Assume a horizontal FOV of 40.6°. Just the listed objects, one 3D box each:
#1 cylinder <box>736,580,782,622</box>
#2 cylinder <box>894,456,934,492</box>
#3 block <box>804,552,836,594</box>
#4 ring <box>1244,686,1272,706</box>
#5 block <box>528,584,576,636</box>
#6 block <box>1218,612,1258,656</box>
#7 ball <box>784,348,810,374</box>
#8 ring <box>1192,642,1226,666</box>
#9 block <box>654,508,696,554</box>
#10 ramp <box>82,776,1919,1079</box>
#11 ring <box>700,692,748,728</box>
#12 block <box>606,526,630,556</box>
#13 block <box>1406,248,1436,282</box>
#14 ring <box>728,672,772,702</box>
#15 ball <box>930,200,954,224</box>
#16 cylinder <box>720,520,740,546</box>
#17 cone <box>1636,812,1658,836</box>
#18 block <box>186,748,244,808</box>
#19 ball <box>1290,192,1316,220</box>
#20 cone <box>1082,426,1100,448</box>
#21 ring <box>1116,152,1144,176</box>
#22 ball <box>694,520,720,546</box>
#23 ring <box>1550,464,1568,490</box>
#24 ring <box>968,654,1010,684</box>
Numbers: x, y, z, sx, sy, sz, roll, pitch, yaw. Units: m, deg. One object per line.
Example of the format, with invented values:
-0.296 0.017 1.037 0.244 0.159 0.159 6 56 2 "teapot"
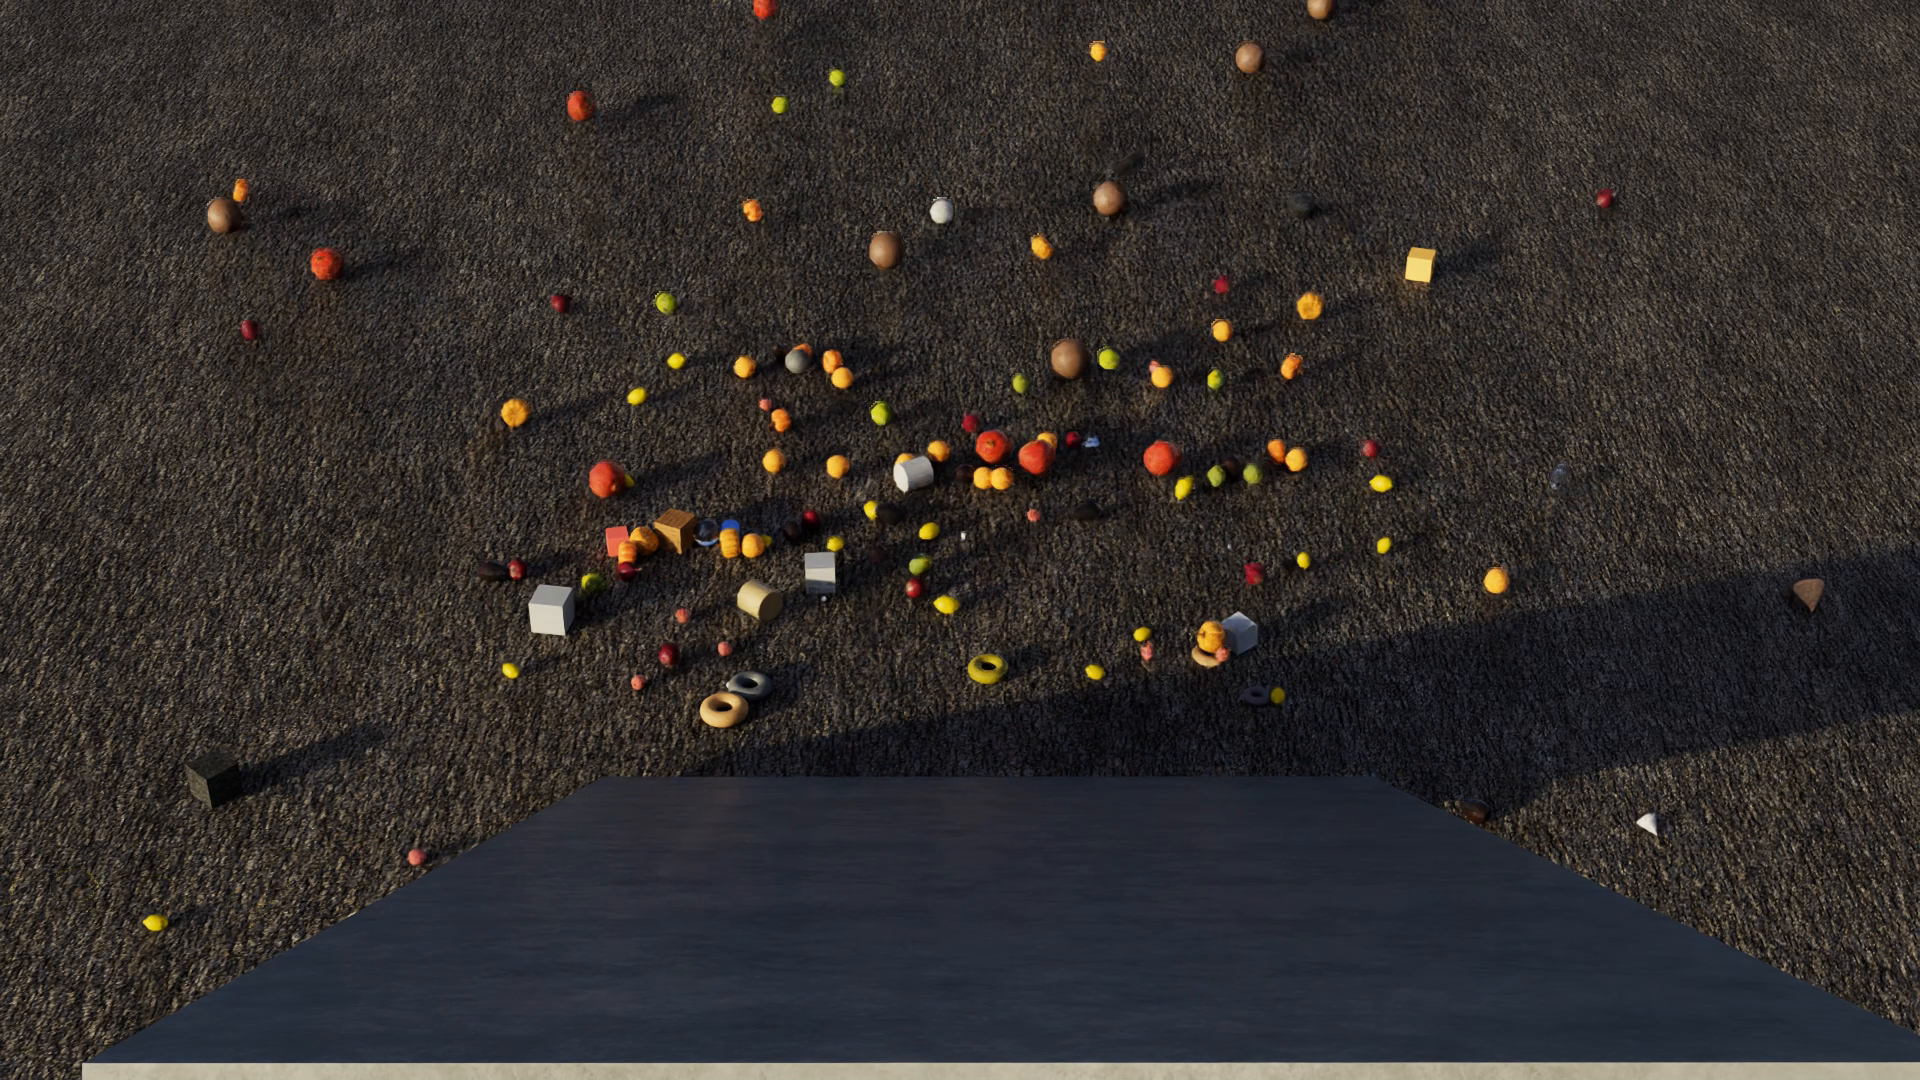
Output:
-0.580 0.177 7.493 0.093 0.093 0.093 28 42 36 "cylinder"
-0.144 -0.205 8.093 0.092 0.092 0.092 -18 37 -26 "cylinder"
-0.412 0.097 7.625 0.086 0.086 0.086 -2 33 -4 "block"
0.820 0.432 7.157 0.078 0.026 0.078 1 34 0 "ring"
-1.172 0.200 7.450 0.100 0.100 0.100 5 33 8 "block"
0.790 0.266 7.361 0.075 0.075 0.075 -28 41 -24 "block"
-0.546 -0.600 8.718 0.086 0.086 0.086 0 33 0 "ball"
0.703 0.323 7.319 0.098 0.033 0.098 3 31 -2 "ring"
-0.856 -0.027 7.817 0.090 0.090 0.090 15 36 22 "block"
0.072 0.634 4.737 2.000 0.100 4.000 0 -1 0 "ramp"
-0.644 0.464 7.089 0.134 0.045 0.134 -1 33 1 "ring"
-1.029 0.004 7.793 0.062 0.062 0.062 -7 33 -11 "block"
1.658 -0.991 9.332 0.087 0.087 0.087 10 34 16 "block"
-0.582 0.406 7.183 0.122 0.041 0.122 1 32 -1 "ring"
-0.066 -1.227 9.699 0.090 0.090 0.090 0 33 0 "ball"
-0.695 -0.022 7.838 0.059 0.059 0.059 -3 33 -5 "cylinder"
1.781 0.739 6.675 0.055 0.055 0.055 -15 62 -22 "cone"
-1.952 0.624 6.788 0.097 0.097 0.097 26 41 35 "block"
1.287 -1.254 9.731 0.099 0.099 0.099 0 33 0 "ball"
0.421 -0.339 8.334 0.059 0.059 0.059 0 33 0 "cone"
0.653 -1.449 9.994 0.119 0.119 0.040 -24 73 -32 "ring"
-0.763 -0.021 7.815 0.081 0.081 0.081 0 33 0 "ball"
1.869 -0.198 8.091 0.029 0.087 0.087 25 39 21 "ring"
0.080 0.360 7.256 0.117 0.039 0.117 0 34 0 "ring"
